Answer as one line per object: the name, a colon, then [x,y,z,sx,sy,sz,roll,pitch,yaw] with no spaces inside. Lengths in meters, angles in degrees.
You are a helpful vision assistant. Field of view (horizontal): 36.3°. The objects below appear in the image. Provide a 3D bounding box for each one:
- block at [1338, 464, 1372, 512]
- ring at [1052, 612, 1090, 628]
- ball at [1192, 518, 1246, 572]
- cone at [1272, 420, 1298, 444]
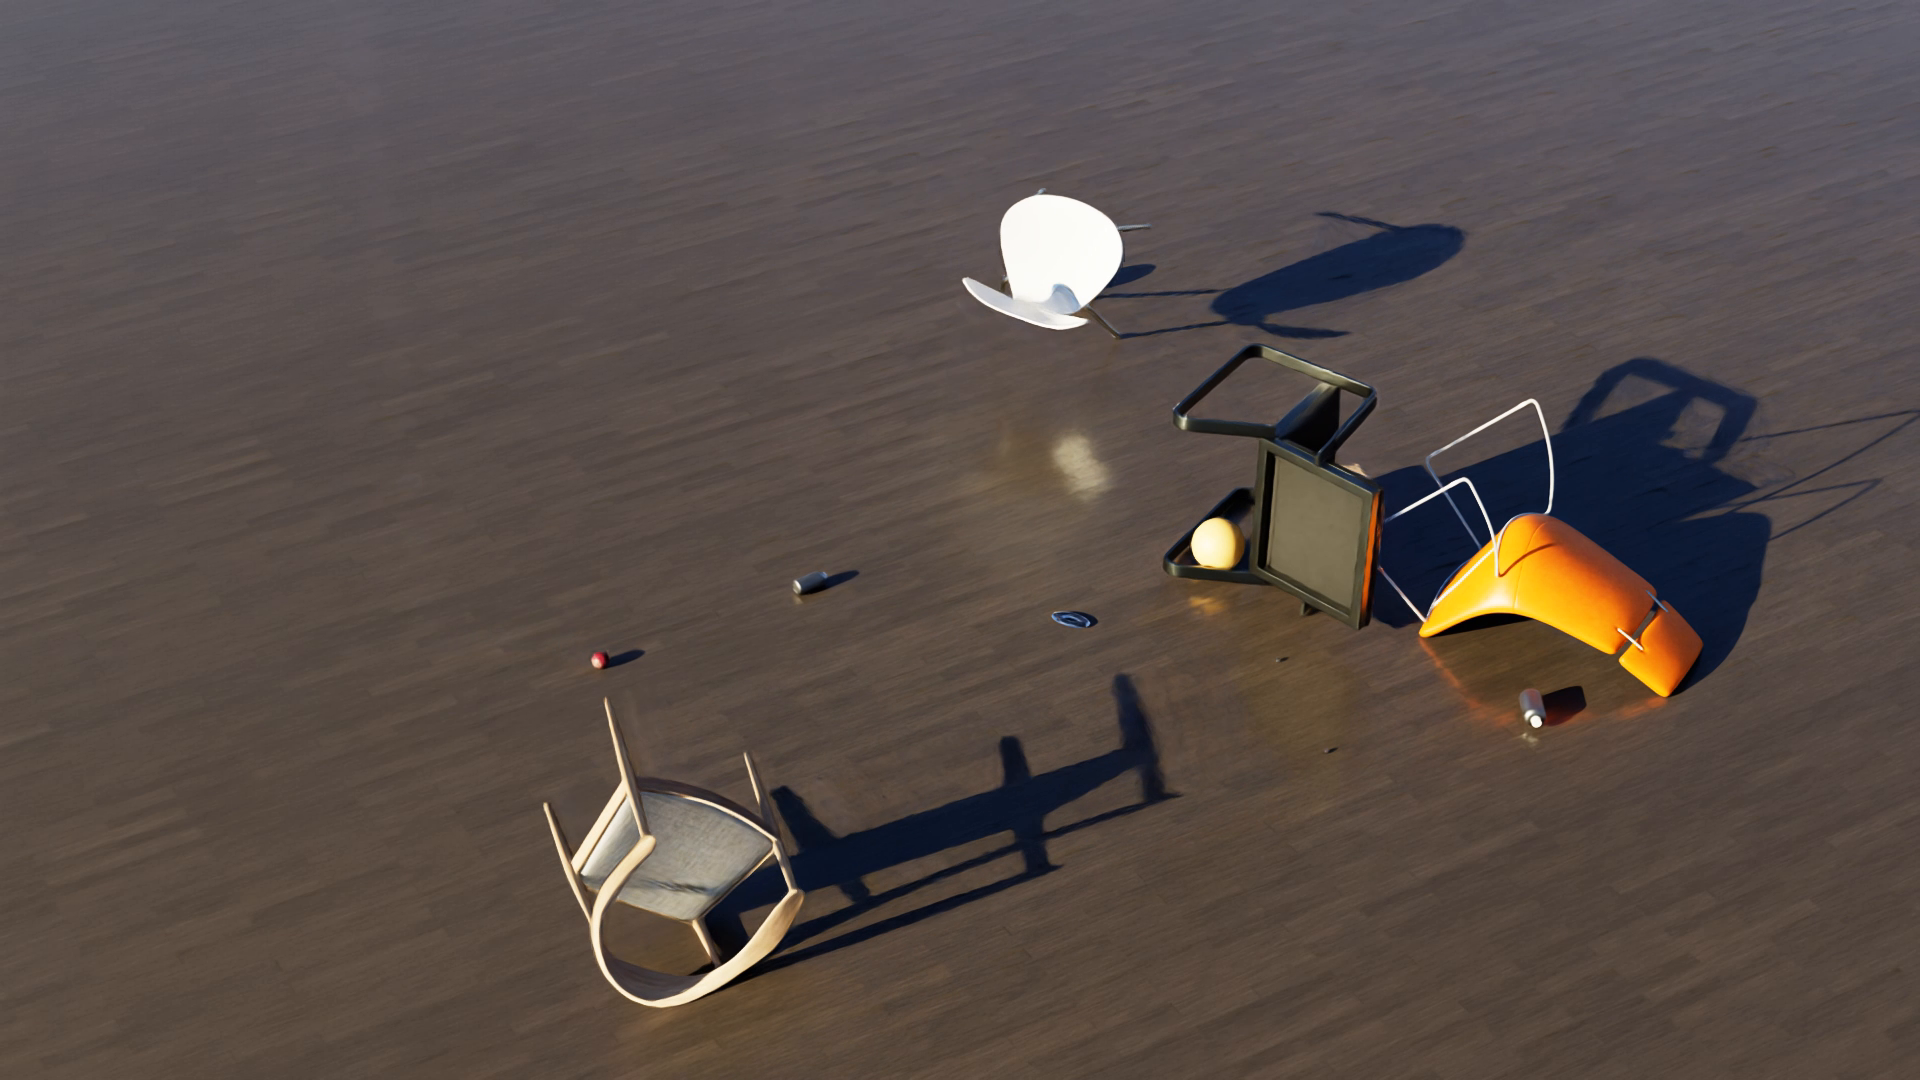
block: [1.504,-0.198,11.146,0.069,0.109,0.154,-8,34,-12]
ring: [0.396,0.285,10.496,0.148,0.018,0.075,16,37,22]
ball: [0.947,0.017,10.740,0.197,0.197,0.197,0,33,0]
cone: [1.293,-0.401,11.516,0.086,0.085,0.135,34,57,-1]
